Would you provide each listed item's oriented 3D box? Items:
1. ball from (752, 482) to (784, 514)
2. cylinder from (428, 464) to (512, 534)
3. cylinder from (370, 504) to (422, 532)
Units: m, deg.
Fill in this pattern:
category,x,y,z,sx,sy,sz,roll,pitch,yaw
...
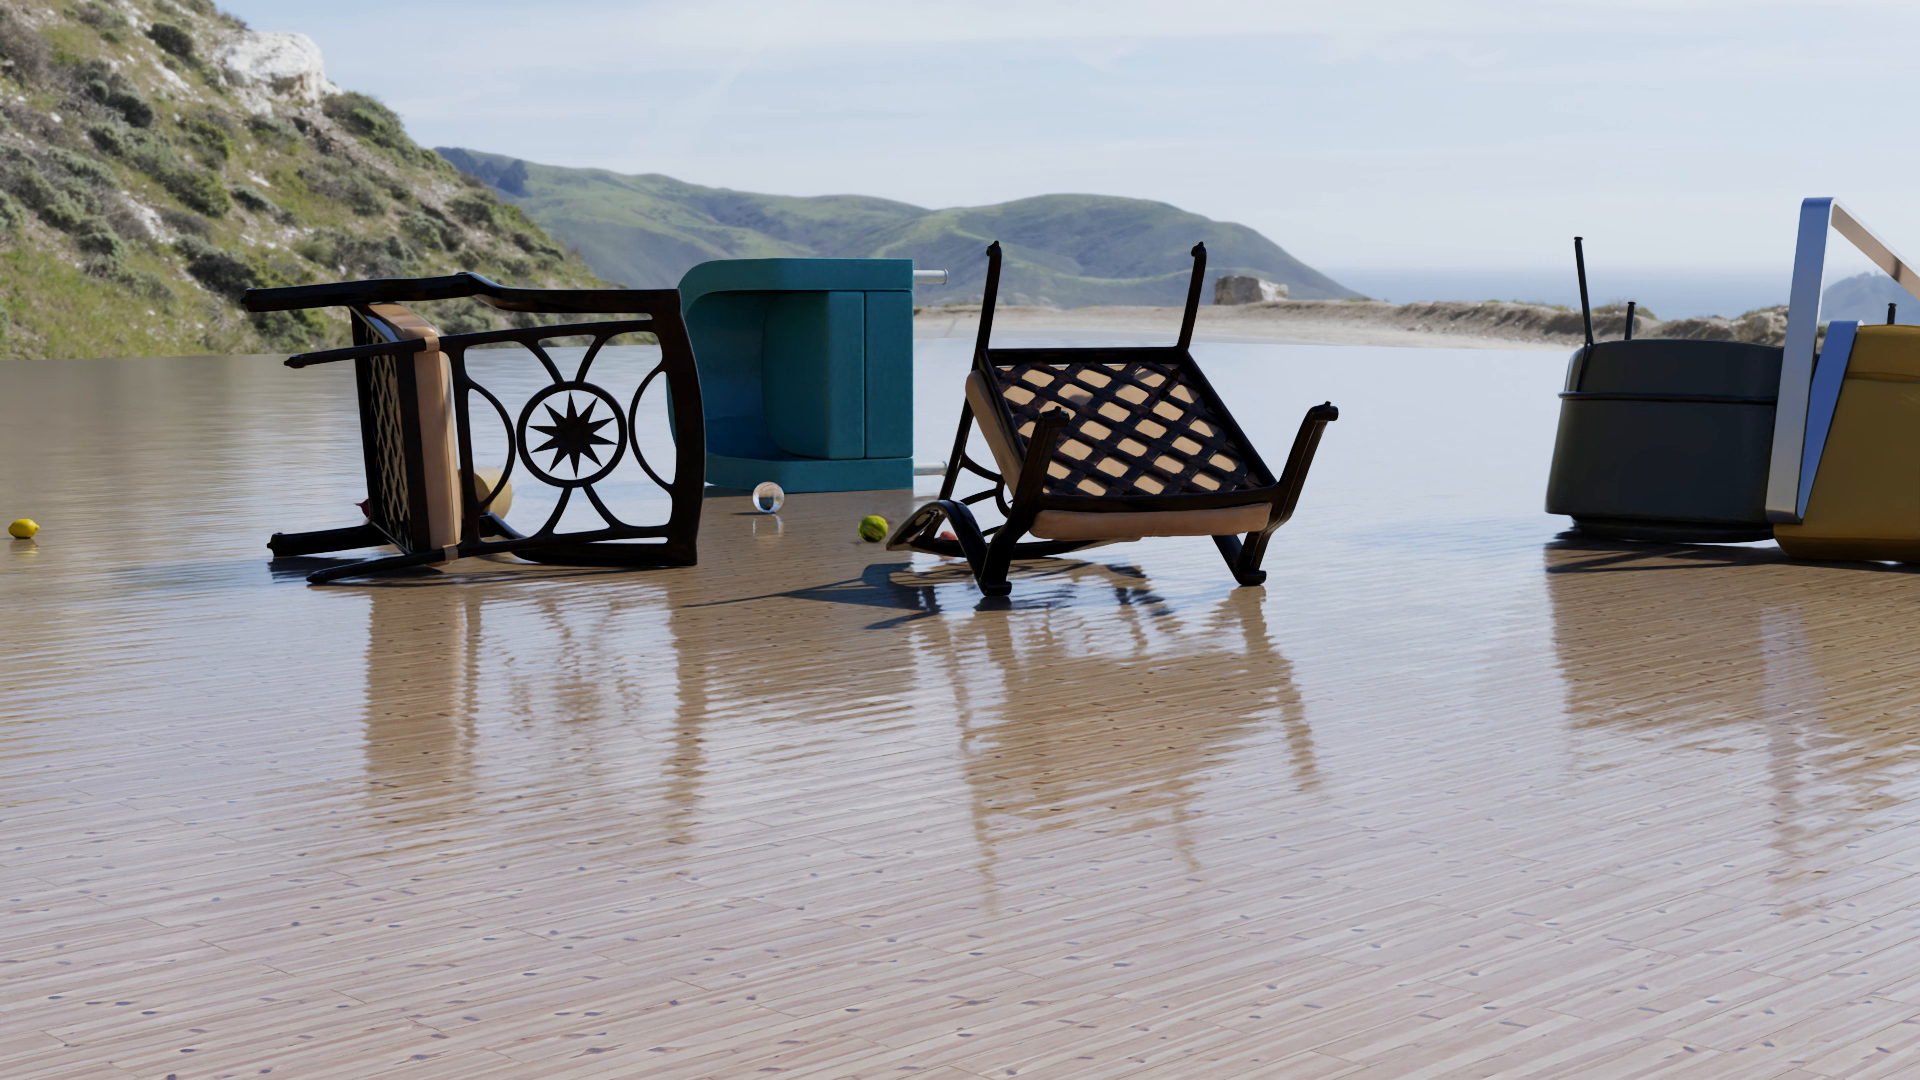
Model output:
category,x,y,z,sx,sy,sz,roll,pitch,yaw
ball,-0.533,-0.119,7.137,0.089,0.089,0.089,0,6,0
cylinder,-1.266,-0.107,6.640,0.172,0.162,0.156,-32,-1,12
cylinder,-1.461,-0.057,6.646,0.100,0.064,0.112,-11,4,11
